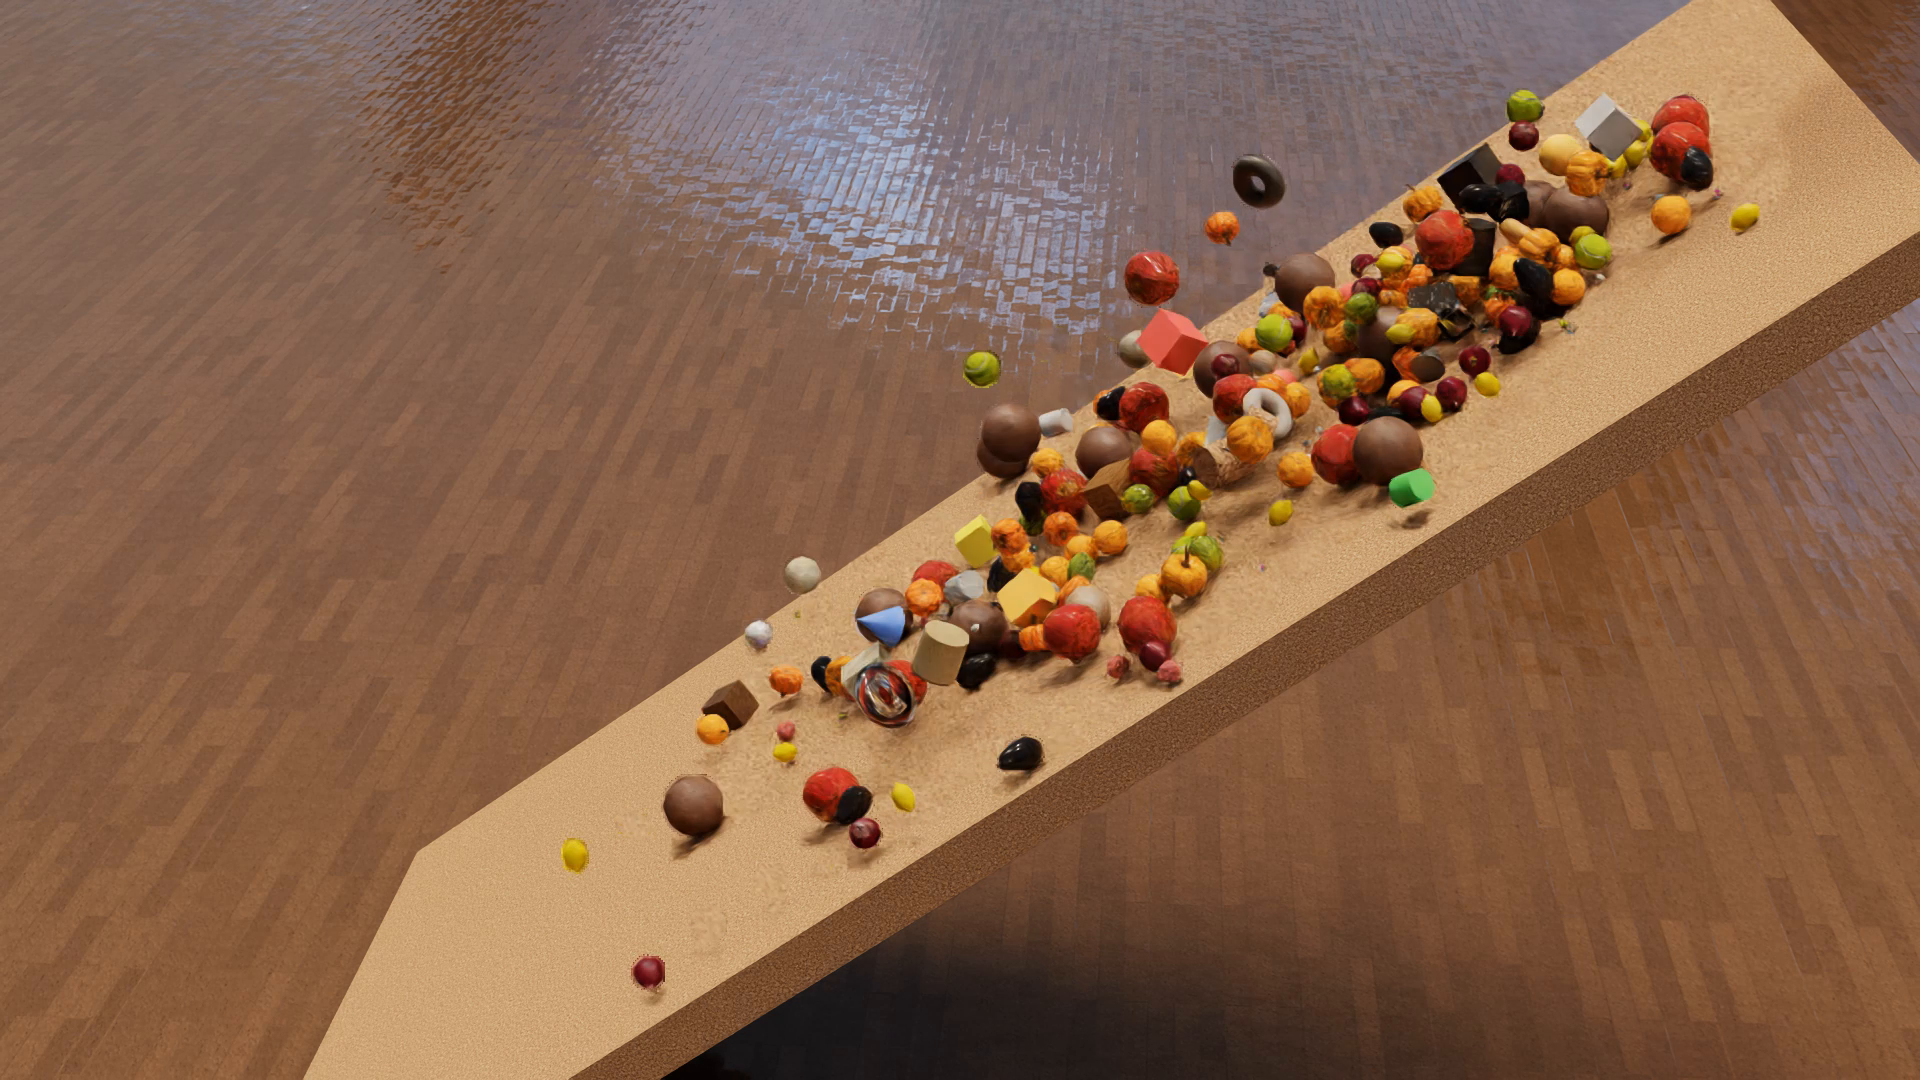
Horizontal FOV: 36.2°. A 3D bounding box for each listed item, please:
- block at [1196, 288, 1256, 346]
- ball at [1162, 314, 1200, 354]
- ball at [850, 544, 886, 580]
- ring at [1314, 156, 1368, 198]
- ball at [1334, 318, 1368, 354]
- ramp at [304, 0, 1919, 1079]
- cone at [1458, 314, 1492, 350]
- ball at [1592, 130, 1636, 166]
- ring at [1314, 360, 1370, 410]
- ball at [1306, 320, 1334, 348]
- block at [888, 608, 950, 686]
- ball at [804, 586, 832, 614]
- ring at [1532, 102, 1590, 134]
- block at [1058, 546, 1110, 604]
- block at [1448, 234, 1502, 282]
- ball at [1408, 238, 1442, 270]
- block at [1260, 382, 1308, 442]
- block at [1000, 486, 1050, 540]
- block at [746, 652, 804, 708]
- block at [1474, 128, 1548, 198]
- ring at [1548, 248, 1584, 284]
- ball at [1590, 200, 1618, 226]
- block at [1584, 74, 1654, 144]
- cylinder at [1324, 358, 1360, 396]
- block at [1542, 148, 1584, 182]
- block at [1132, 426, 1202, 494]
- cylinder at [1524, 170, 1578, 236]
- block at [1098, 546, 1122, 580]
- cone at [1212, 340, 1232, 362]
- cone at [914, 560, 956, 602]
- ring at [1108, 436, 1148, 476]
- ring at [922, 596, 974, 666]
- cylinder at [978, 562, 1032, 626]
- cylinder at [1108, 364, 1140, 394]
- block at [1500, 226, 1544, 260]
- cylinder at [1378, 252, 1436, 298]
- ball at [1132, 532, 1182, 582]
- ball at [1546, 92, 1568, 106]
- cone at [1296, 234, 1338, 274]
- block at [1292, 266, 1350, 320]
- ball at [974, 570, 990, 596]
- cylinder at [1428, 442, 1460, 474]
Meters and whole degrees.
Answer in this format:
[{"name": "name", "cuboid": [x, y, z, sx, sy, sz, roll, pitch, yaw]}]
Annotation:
[{"name": "block", "cuboid": [0.581, -0.489, 6.425, 0.094, 0.094, 0.094, 7, 18, -12]}, {"name": "ball", "cuboid": [0.504, -0.470, 6.712, 0.090, 0.090, 0.090, 0, 22, 0]}, {"name": "ball", "cuboid": [-0.201, 0.049, 6.444, 0.081, 0.081, 0.081, 0, 22, 0]}, {"name": "ring", "cuboid": [0.823, -0.786, 6.357, 0.129, 0.043, 0.129, -28, -11, -6]}, {"name": "ball", "cuboid": [0.804, -0.419, 6.035, 0.070, 0.070, 0.070, 0, 22, 0]}, {"name": "ramp", "cuboid": [0.132, 0.177, 6.315, 4.000, 0.100, 2.000, -33, 16, 16]}, {"name": "cone", "cuboid": [0.998, -0.413, 5.680, 0.067, 0.067, 0.067, 5, 57, 11]}, {"name": "ball", "cuboid": [1.321, -0.799, 5.938, 0.086, 0.086, 0.086, 0, 22, 0]}, {"name": "ring", "cuboid": [0.740, -0.301, 5.704, 0.112, 0.037, 0.112, 1, 60, -1]}, {"name": "ball", "cuboid": [0.732, -0.419, 5.979, 0.056, 0.056, 0.056, 0, 22, 0]}, {"name": "block", "cuboid": [-0.079, 0.228, 6.263, 0.099, 0.099, 0.099, -32, 16, 21]}, {"name": "ball", "cuboid": [-0.345, 0.145, 7.156, 0.067, 0.067, 0.067, 0, 22, 0]}, {"name": "ring", "cuboid": [1.156, -0.812, 5.660, 0.117, 0.039, 0.117, 18, 5, -2]}, {"name": "block", "cuboid": [0.247, 0.071, 5.889, 0.083, 0.083, 0.083, -15, -14, 0]}, {"name": "block", "cuboid": [1.029, -0.563, 5.876, 0.065, 0.065, 0.065, 36, 34, 27]}, {"name": "ball", "cuboid": [0.995, -0.609, 6.303, 0.075, 0.075, 0.075, 0, 22, 0]}, {"name": "block", "cuboid": [0.654, -0.260, 5.961, 0.086, 0.086, 0.086, 1, 42, 18]}, {"name": "block", "cuboid": [0.146, -0.058, 6.622, 0.077, 0.077, 0.077, -34, 16, 16]}, {"name": "block", "cuboid": [-0.428, 0.323, 6.808, 0.080, 0.080, 0.080, -27, 19, 36]}, {"name": "block", "cuboid": [1.156, -0.790, 6.163, 0.093, 0.093, 0.093, 43, 36, 12]}, {"name": "ring", "cuboid": [1.171, -0.529, 5.684, 0.075, 0.075, 0.025, 11, 34, 25]}, {"name": "ball", "cuboid": [1.261, -0.640, 5.760, 0.051, 0.051, 0.051, 0, 22, 0]}, {"name": "block", "cuboid": [1.289, -0.843, 5.750, 0.083, 0.083, 0.083, 36, -2, 35]}, {"name": "cylinder", "cuboid": [0.731, -0.311, 5.633, 0.063, 0.063, 0.063, 0, 13, 0]}, {"name": "block", "cuboid": [1.204, -0.739, 5.880, 0.060, 0.060, 0.060, 19, 44, 27]}, {"name": "block", "cuboid": [0.439, -0.170, 6.263, 0.090, 0.090, 0.090, -23, 21, 43]}, {"name": "cylinder", "cuboid": [1.163, -0.664, 5.782, 0.096, 0.096, 0.096, -1, 33, 1]}, {"name": "block", "cuboid": [0.288, 0.052, 6.031, 0.055, 0.055, 0.055, -44, 17, -22]}, {"name": "cone", "cuboid": [0.593, -0.426, 6.776, 0.050, 0.050, 0.050, 13, 49, -15]}, {"name": "cone", "cuboid": [-0.044, 0.099, 6.217, 0.090, 0.090, 0.090, -5, 14, -12]}, {"name": "ring", "cuboid": [0.378, -0.188, 6.550, 0.115, 0.038, 0.115, -34, 17, 12]}, {"name": "ring", "cuboid": [-0.024, 0.181, 5.801, 0.047, 0.141, 0.141, 15, 26, 33]}, {"name": "cylinder", "cuboid": [0.089, 0.106, 5.794, 0.093, 0.093, 0.093, 5, 60, -9]}, {"name": "cylinder", "cuboid": [0.355, -0.346, 6.337, 0.055, 0.055, 0.055, 20, 25, 5]}, {"name": "block", "cuboid": [1.101, -0.581, 5.757, 0.052, 0.052, 0.052, 21, -8, -30]}, {"name": "cylinder", "cuboid": [0.945, -0.560, 6.226, 0.092, 0.092, 0.092, -6, 2, -15]}, {"name": "ball", "cuboid": [0.387, 0.034, 5.784, 0.096, 0.096, 0.096, 0, 22, 0]}, {"name": "ball", "cuboid": [1.348, -0.989, 6.649, 0.050, 0.050, 0.050, 0, 22, 0]}, {"name": "cone", "cuboid": [0.841, -0.647, 6.770, 0.095, 0.095, 0.095, 14, 7, -46]}, {"name": "block", "cuboid": [0.801, -0.544, 6.538, 0.082, 0.082, 0.082, -37, 15, 5]}, {"name": "ball", "cuboid": [0.069, 0.101, 6.348, 0.073, 0.073, 0.073, 0, 22, 0]}, {"name": "cylinder", "cuboid": [0.859, -0.147, 5.222, 0.057, 0.057, 0.057, 4, 2, 9]}]
